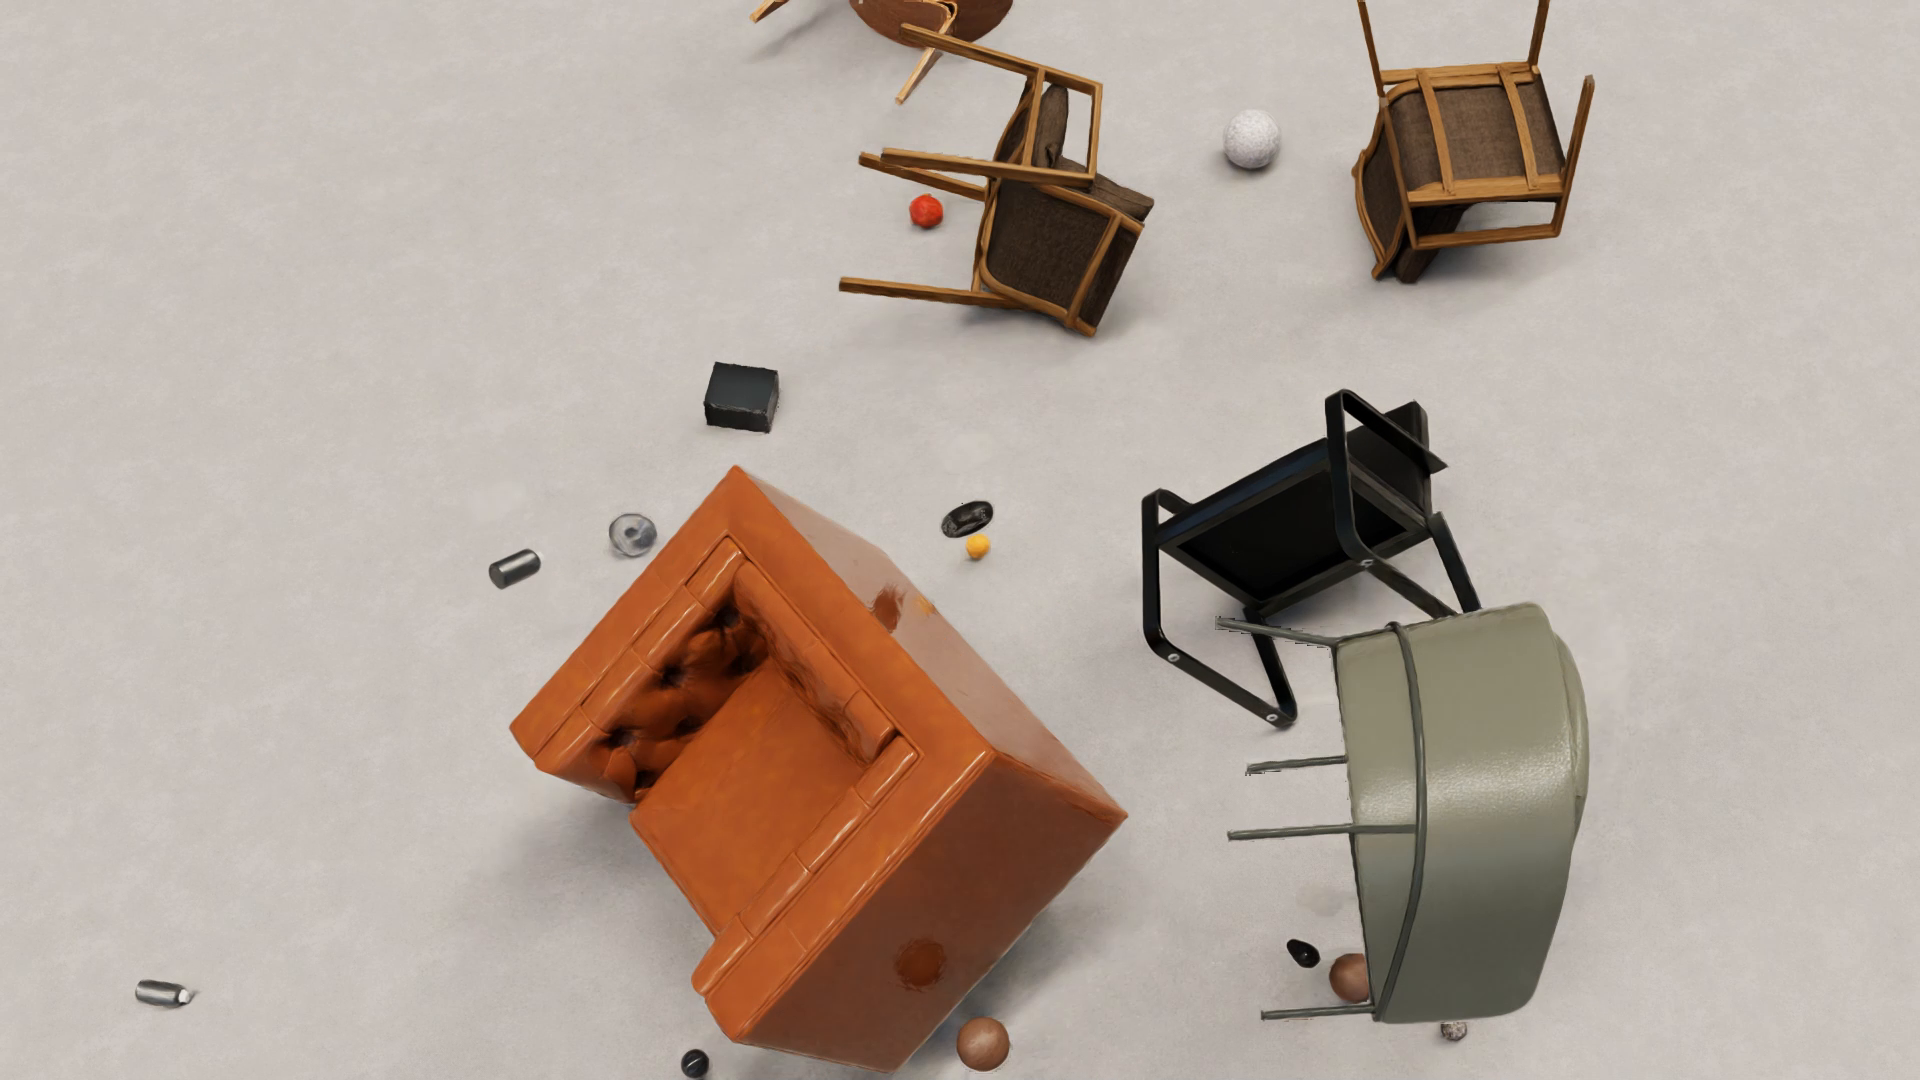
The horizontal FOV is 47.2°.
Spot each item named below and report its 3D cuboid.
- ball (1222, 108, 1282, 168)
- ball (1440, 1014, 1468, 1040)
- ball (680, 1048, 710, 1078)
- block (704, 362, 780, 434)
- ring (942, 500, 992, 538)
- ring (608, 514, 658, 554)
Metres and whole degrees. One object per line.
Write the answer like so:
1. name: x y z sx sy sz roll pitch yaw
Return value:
1. ball: 0.977 -1.343 7.355 0.198 0.198 0.198 0 56 0
2. ball: 1.278 1.261 5.687 0.067 0.067 0.067 0 56 0
3. ball: -0.678 1.341 5.629 0.075 0.075 0.075 0 56 0
4. block: -0.674 -0.441 6.801 0.197 0.114 0.161 8 56 5
5. ring: 0.021 -0.059 6.229 0.168 0.101 0.061 -28 63 25
6. ring: -0.974 -0.018 6.537 0.150 0.050 0.133 -6 65 -25
